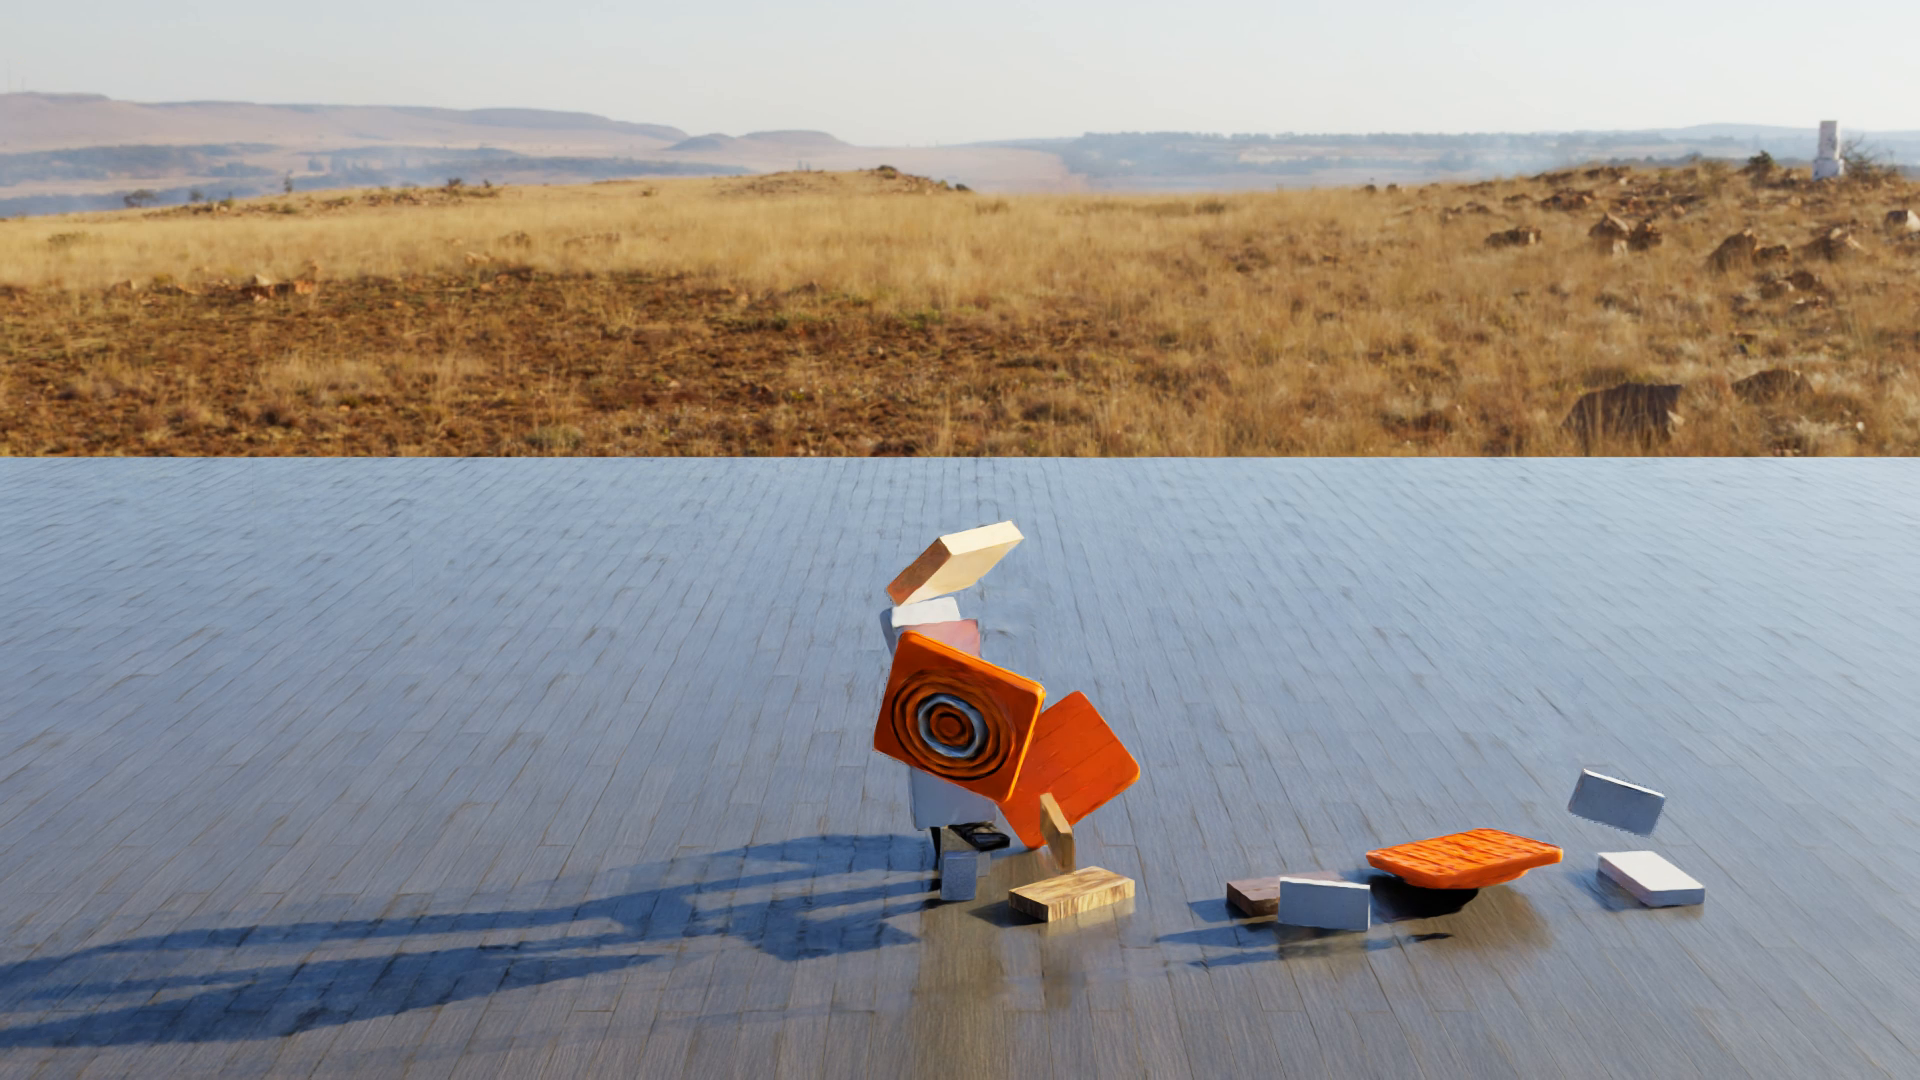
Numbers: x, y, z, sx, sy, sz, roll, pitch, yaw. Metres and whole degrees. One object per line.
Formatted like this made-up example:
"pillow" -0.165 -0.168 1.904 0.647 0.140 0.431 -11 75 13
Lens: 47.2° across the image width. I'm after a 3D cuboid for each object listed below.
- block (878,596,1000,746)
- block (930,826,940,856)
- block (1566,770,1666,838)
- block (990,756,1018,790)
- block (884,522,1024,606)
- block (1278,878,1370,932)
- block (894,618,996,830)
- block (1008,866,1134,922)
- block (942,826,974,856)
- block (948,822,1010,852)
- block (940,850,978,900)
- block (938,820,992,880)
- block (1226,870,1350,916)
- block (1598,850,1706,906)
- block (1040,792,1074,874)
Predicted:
"block" -0.037 0.237 3.781 0.134 0.267 0.038 -9 -17 -30
"block" -0.016 0.465 3.841 0.084 0.168 0.024 -12 24 -3
"block" 1.064 0.427 3.566 0.142 0.071 0.020 17 13 -9
"block" 0.018 0.386 3.744 0.084 0.024 0.168 -9 19 -30
"block" -0.007 0.038 3.661 0.134 0.038 0.267 -44 -13 24
"block" 0.582 0.582 3.514 0.142 0.071 0.020 3 9 15
"block" -0.025 0.302 3.626 0.134 0.333 0.038 -5 -1 -11
"block" 0.185 0.583 3.631 0.193 0.027 0.096 -9 14 -39
"block" -0.004 0.529 3.694 0.055 0.111 0.016 0 25 -2
"block" 0.031 0.482 3.625 0.055 0.016 0.111 -6 18 -28
"block" -0.001 0.550 3.605 0.055 0.111 0.016 -1 43 -4
"block" 0.011 0.493 3.723 0.084 0.168 0.024 -5 21 -21
"block" 0.549 0.583 3.632 0.193 0.027 0.096 -3 11 -18
"block" 1.163 0.569 3.705 0.096 0.027 0.193 -2 11 -9
"block" 0.157 0.476 3.575 0.020 0.071 0.142 -7 21 -10
